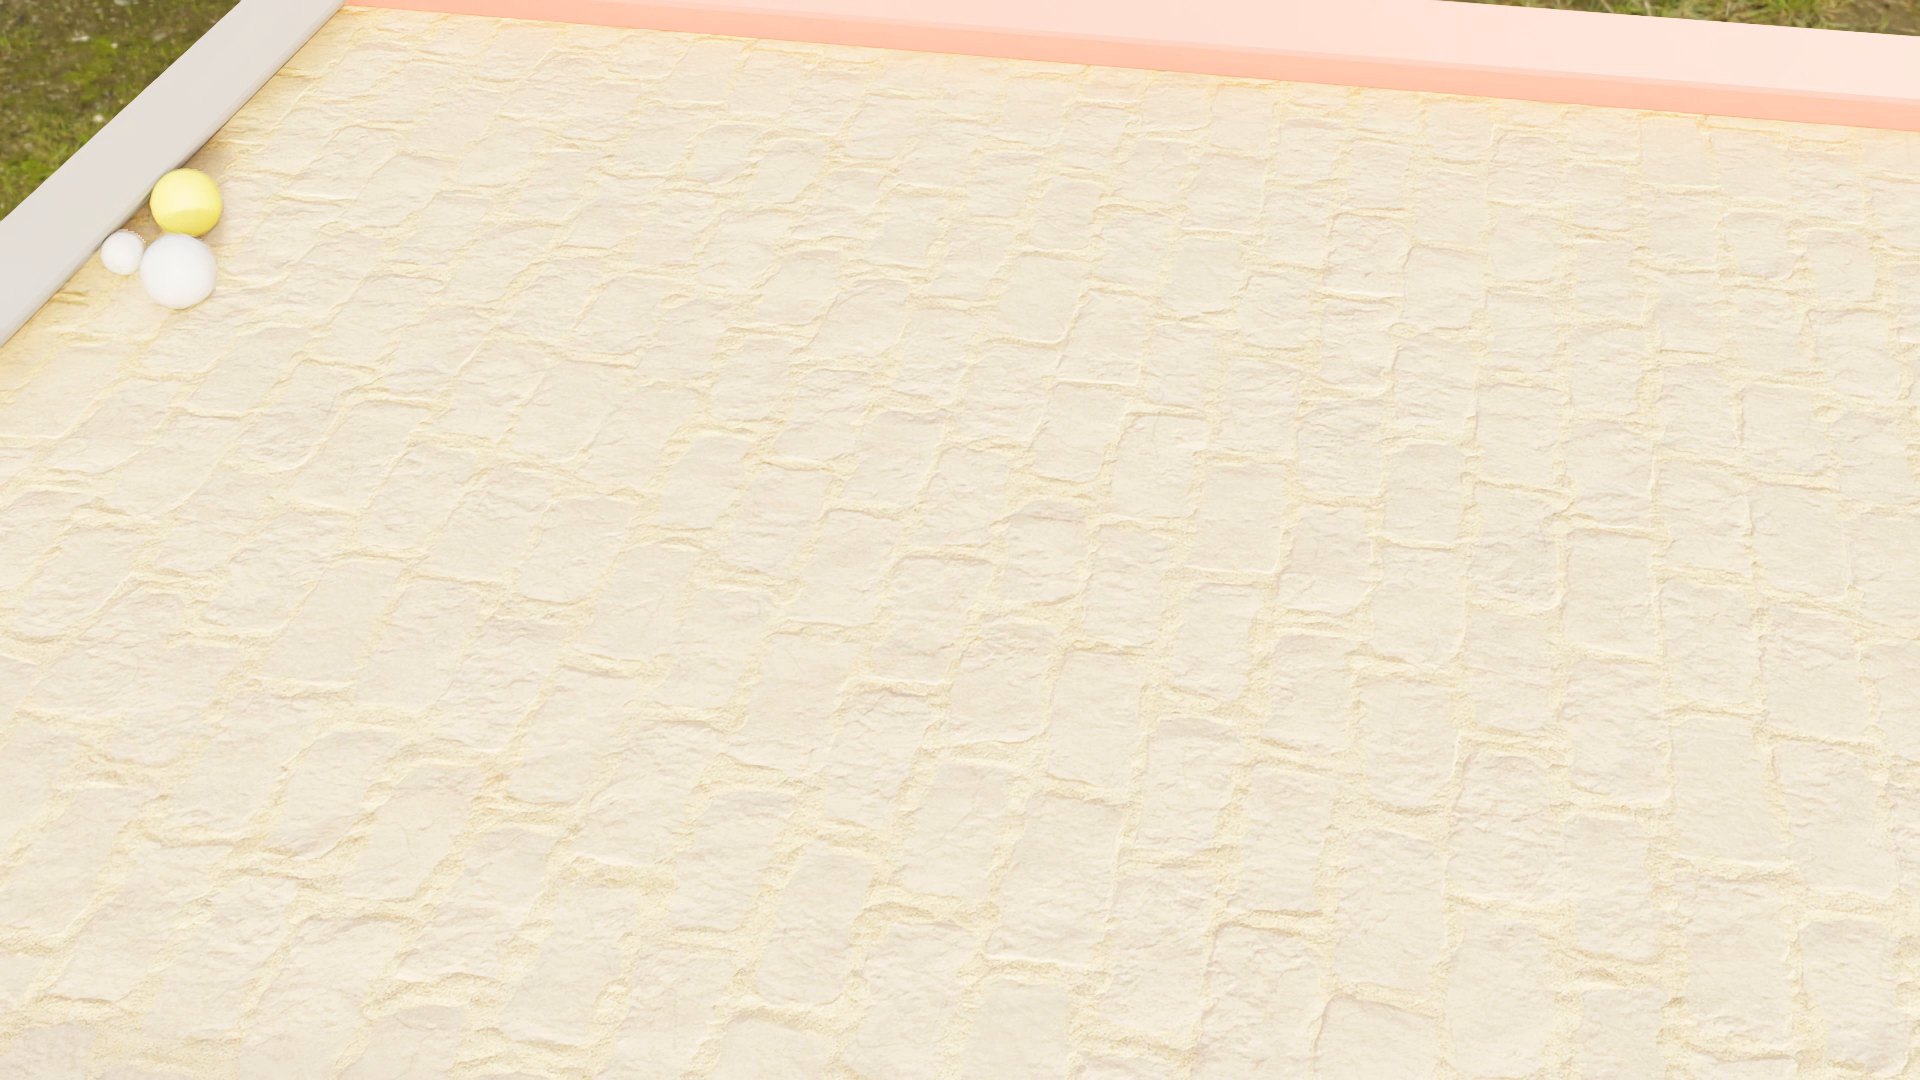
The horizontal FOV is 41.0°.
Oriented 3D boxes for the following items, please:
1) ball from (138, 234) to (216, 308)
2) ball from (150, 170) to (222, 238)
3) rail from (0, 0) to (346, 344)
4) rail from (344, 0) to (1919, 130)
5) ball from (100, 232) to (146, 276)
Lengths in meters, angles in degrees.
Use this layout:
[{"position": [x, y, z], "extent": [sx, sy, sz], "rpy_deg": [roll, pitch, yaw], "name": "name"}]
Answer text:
[{"position": [-0.695, -0.239, 2.280], "extent": [0.066, 0.066, 0.066], "rpy_deg": [0, 34, 0], "name": "ball"}, {"position": [-0.722, -0.313, 2.392], "extent": [0.063, 0.063, 0.063], "rpy_deg": [0, 34, 0], "name": "ball"}, {"position": [-0.848, -0.111, 2.064], "extent": [0.045, 0.099, 1.895], "rpy_deg": [6, 35, 9], "name": "rail"}, {"position": [1.050, -0.433, 2.533], "extent": [3.553, 0.099, 0.045], "rpy_deg": [6, 35, 9], "name": "rail"}, {"position": [-0.762, -0.261, 2.336], "extent": [0.040, 0.040, 0.040], "rpy_deg": [0, 34, 0], "name": "ball"}]
